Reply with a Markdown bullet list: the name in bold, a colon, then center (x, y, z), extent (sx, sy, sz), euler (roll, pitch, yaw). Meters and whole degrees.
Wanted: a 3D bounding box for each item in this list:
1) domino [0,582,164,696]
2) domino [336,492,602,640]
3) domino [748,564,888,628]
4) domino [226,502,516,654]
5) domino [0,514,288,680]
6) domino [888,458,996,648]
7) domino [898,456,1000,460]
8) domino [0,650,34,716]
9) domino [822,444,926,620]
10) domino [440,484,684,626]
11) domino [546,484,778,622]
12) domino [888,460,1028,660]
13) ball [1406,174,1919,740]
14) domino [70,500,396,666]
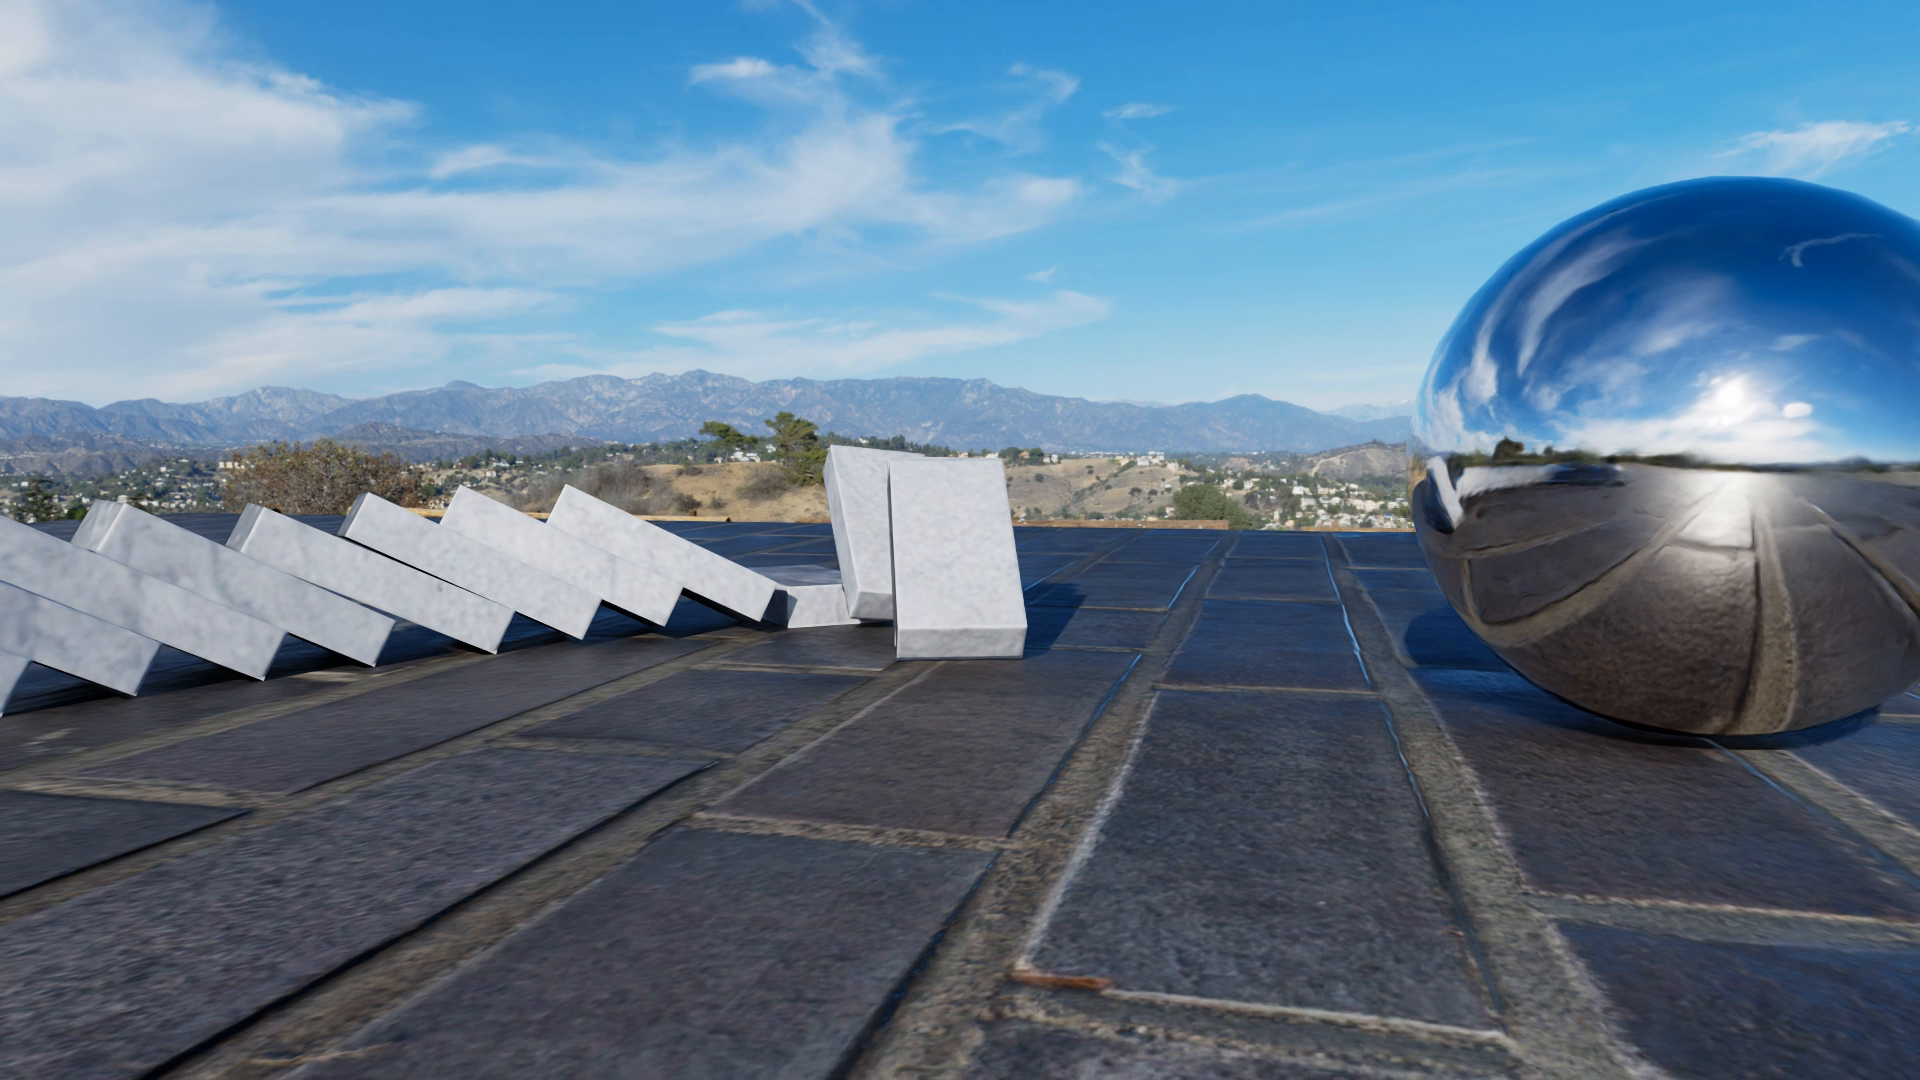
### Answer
- **domino**: center (-0.160, 0.010, 0.206), extent (0.025, 0.010, 0.050), euler (3, -24, 38)
- **domino**: center (-0.103, 0.006, 0.270), extent (0.050, 0.010, 0.025), euler (29, -13, -27)
- **domino**: center (-0.040, 0.014, 0.324), extent (0.025, 0.010, 0.050), euler (-2, 5, -26)
- **domino**: center (-0.118, 0.008, 0.257), extent (0.050, 0.009, 0.025), euler (29, -13, -33)
- **domino**: center (-0.148, 0.010, 0.224), extent (0.025, 0.010, 0.050), euler (4, -23, 43)
- **domino**: center (-0.003, 0.002, 0.283), extent (0.025, 0.010, 0.050), euler (0, 44, -5)
- **domino**: center (-0.001, 0.001, 0.298), extent (0.025, 0.010, 0.050), euler (0, 44, -5)
- **domino**: center (-0.171, 0.012, 0.191), extent (0.025, 0.010, 0.050), euler (3, -24, 38)
- **domino**: center (-0.017, -0.002, 0.313), extent (0.025, 0.010, 0.050), euler (4, 44, -20)
- **domino**: center (-0.087, 0.004, 0.281), extent (0.050, 0.010, 0.025), euler (27, -12, -17)
- **domino**: center (-0.068, 0.004, 0.290), extent (0.050, 0.009, 0.025), euler (27, -12, -16)
- **domino**: center (-0.002, 0.003, 0.268), extent (0.025, 0.009, 0.050), euler (0, 44, -5)
- **ball**: center (0.107, -0.011, 0.186), extent (0.080, 0.080, 0.080), euler (0, 4, 0)
- **domino**: center (-0.135, 0.008, 0.239), extent (0.025, 0.009, 0.050), euler (4, -23, 46)
